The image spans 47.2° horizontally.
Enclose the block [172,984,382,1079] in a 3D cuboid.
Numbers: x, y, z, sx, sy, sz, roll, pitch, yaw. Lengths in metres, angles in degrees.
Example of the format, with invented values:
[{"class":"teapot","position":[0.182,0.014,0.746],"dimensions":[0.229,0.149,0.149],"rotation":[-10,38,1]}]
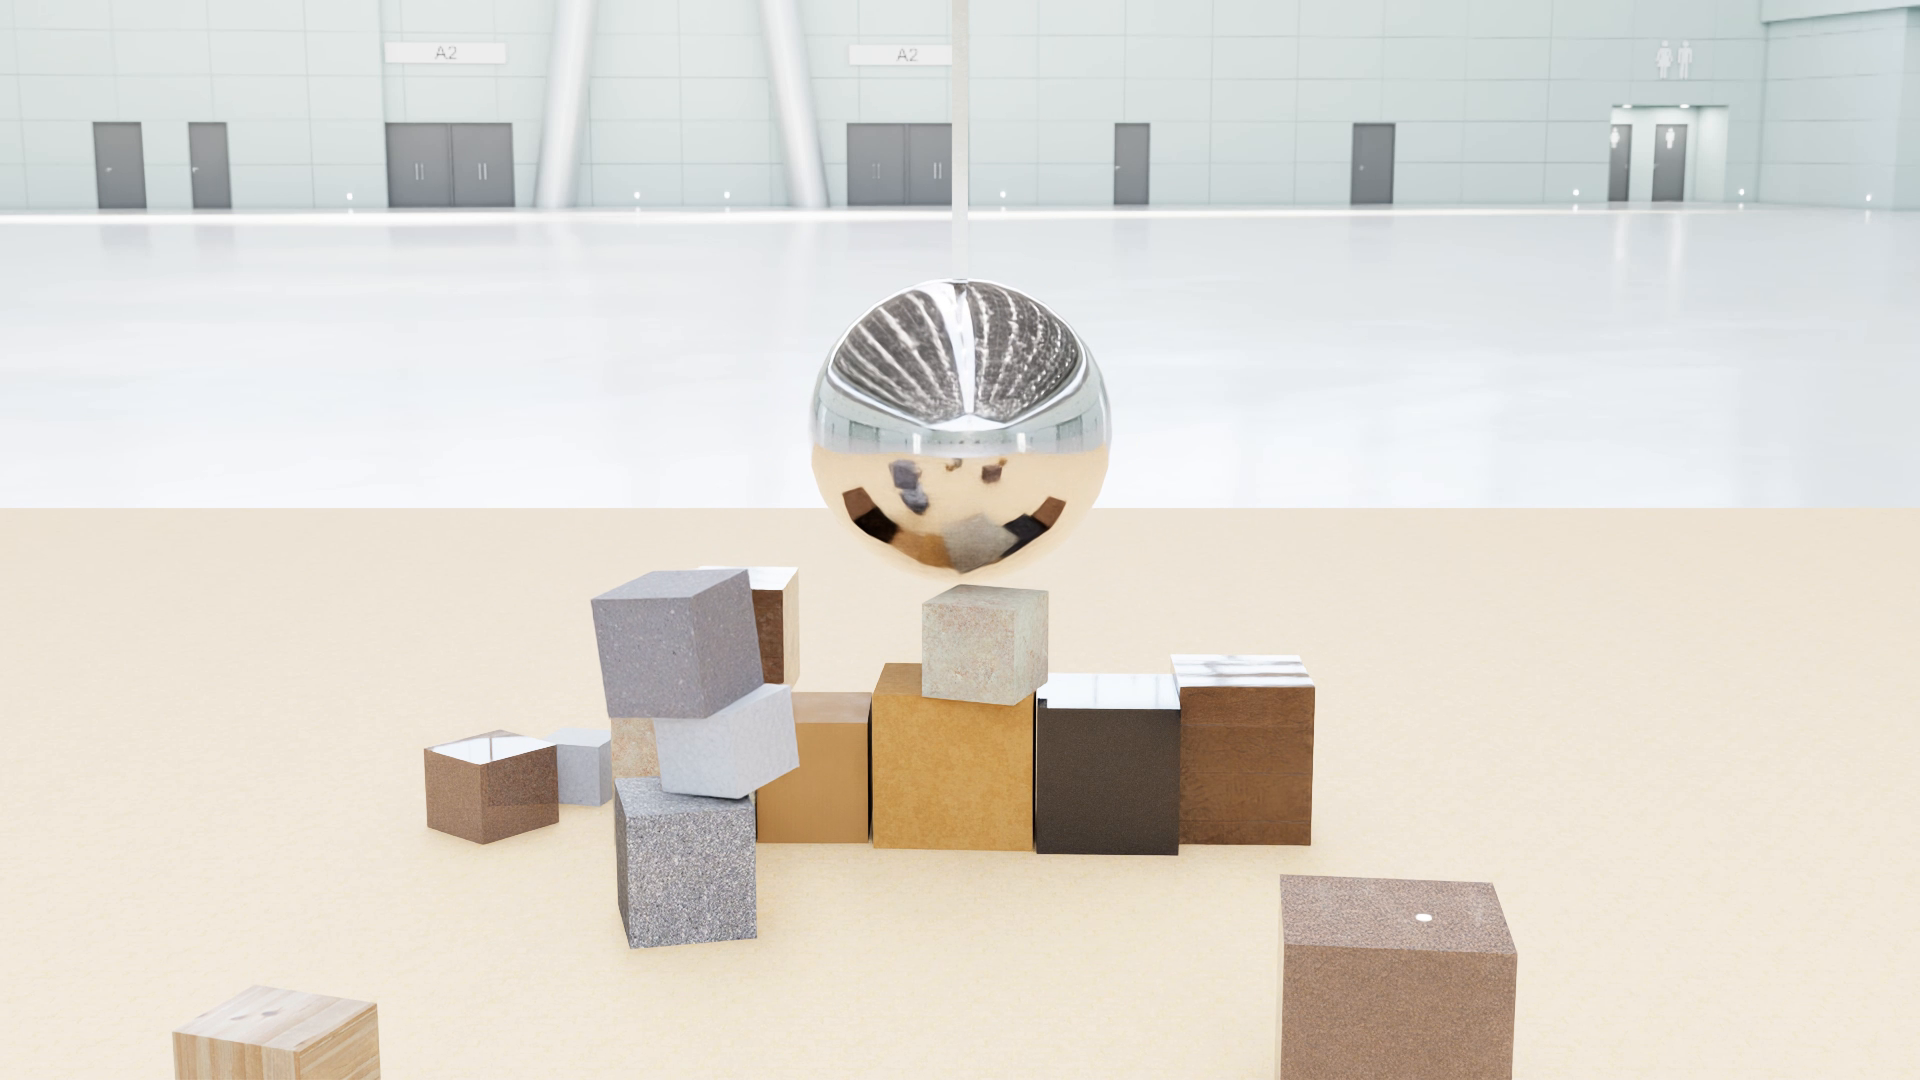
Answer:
[{"class":"block","position":[-2.427,1.908,7.843],"dimensions":[0.528,0.439,0.458],"rotation":[4,11,19]}]

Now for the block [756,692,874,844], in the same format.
[{"class":"block","position":[-0.744,1.169,11.376],"dimensions":[0.560,0.629,0.625],"rotation":[0,10,0]}]

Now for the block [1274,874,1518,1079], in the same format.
[{"class":"block","position":[1.547,1.716,7.935],"dimensions":[0.785,0.784,0.738],"rotation":[1,10,7]}]

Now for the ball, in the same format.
[{"class":"ball","position":[0.000,-0.568,11.483],"dimensions":[1.600,1.600,1.600],"rotation":[0,10,0]}]

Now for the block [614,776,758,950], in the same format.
[{"class":"block","position":[-1.249,1.438,9.965],"dimensions":[0.563,0.605,0.597],"rotation":[-3,11,-14]}]

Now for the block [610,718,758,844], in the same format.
[{"class":"block","position":[-1.389,1.122,11.404],"dimensions":[0.713,0.711,0.750],"rotation":[0,10,0]}]

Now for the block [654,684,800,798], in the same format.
[{"class":"block","position":[-1.059,0.899,9.979],"dimensions":[0.428,0.385,0.469],"rotation":[1,14,31]}]

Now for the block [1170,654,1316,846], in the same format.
[{"class":"block","position":[1.442,1.074,11.364],"dimensions":[0.674,0.821,0.691],"rotation":[0,10,2]}]

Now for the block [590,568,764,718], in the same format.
[{"class":"block","position":[-1.264,0.461,9.886],"dimensions":[0.507,0.545,0.531],"rotation":[-2,12,24]}]

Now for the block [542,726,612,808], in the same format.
[{"class":"block","position":[-2.046,1.225,11.901],"dimensions":[0.354,0.332,0.325],"rotation":[3,11,15]}]

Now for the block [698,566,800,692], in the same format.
[{"class":"block","position":[-1.123,0.480,11.310],"dimensions":[0.518,0.586,0.578],"rotation":[1,10,4]}]

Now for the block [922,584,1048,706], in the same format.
[{"class":"block","position":[0.130,0.514,10.970],"dimensions":[0.482,0.472,0.514],"rotation":[4,11,21]}]

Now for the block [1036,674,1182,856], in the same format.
[{"class":"block","position":[0.745,1.134,11.228],"dimensions":[0.706,0.752,0.715],"rotation":[0,10,2]}]

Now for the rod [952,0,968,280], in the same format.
[{"class":"rod","position":[0.000,-3.865,10.653],"dimensions":[0.080,5.200,0.080],"rotation":[0,14,0]}]

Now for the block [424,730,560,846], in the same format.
[{"class":"block","position":[-2.425,1.273,11.390],"dimensions":[0.461,0.421,0.494],"rotation":[9,13,39]}]

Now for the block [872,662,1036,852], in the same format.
[{"class":"block","position":[-0.016,1.101,11.284],"dimensions":[0.796,0.795,0.680],"rotation":[1,10,3]}]
